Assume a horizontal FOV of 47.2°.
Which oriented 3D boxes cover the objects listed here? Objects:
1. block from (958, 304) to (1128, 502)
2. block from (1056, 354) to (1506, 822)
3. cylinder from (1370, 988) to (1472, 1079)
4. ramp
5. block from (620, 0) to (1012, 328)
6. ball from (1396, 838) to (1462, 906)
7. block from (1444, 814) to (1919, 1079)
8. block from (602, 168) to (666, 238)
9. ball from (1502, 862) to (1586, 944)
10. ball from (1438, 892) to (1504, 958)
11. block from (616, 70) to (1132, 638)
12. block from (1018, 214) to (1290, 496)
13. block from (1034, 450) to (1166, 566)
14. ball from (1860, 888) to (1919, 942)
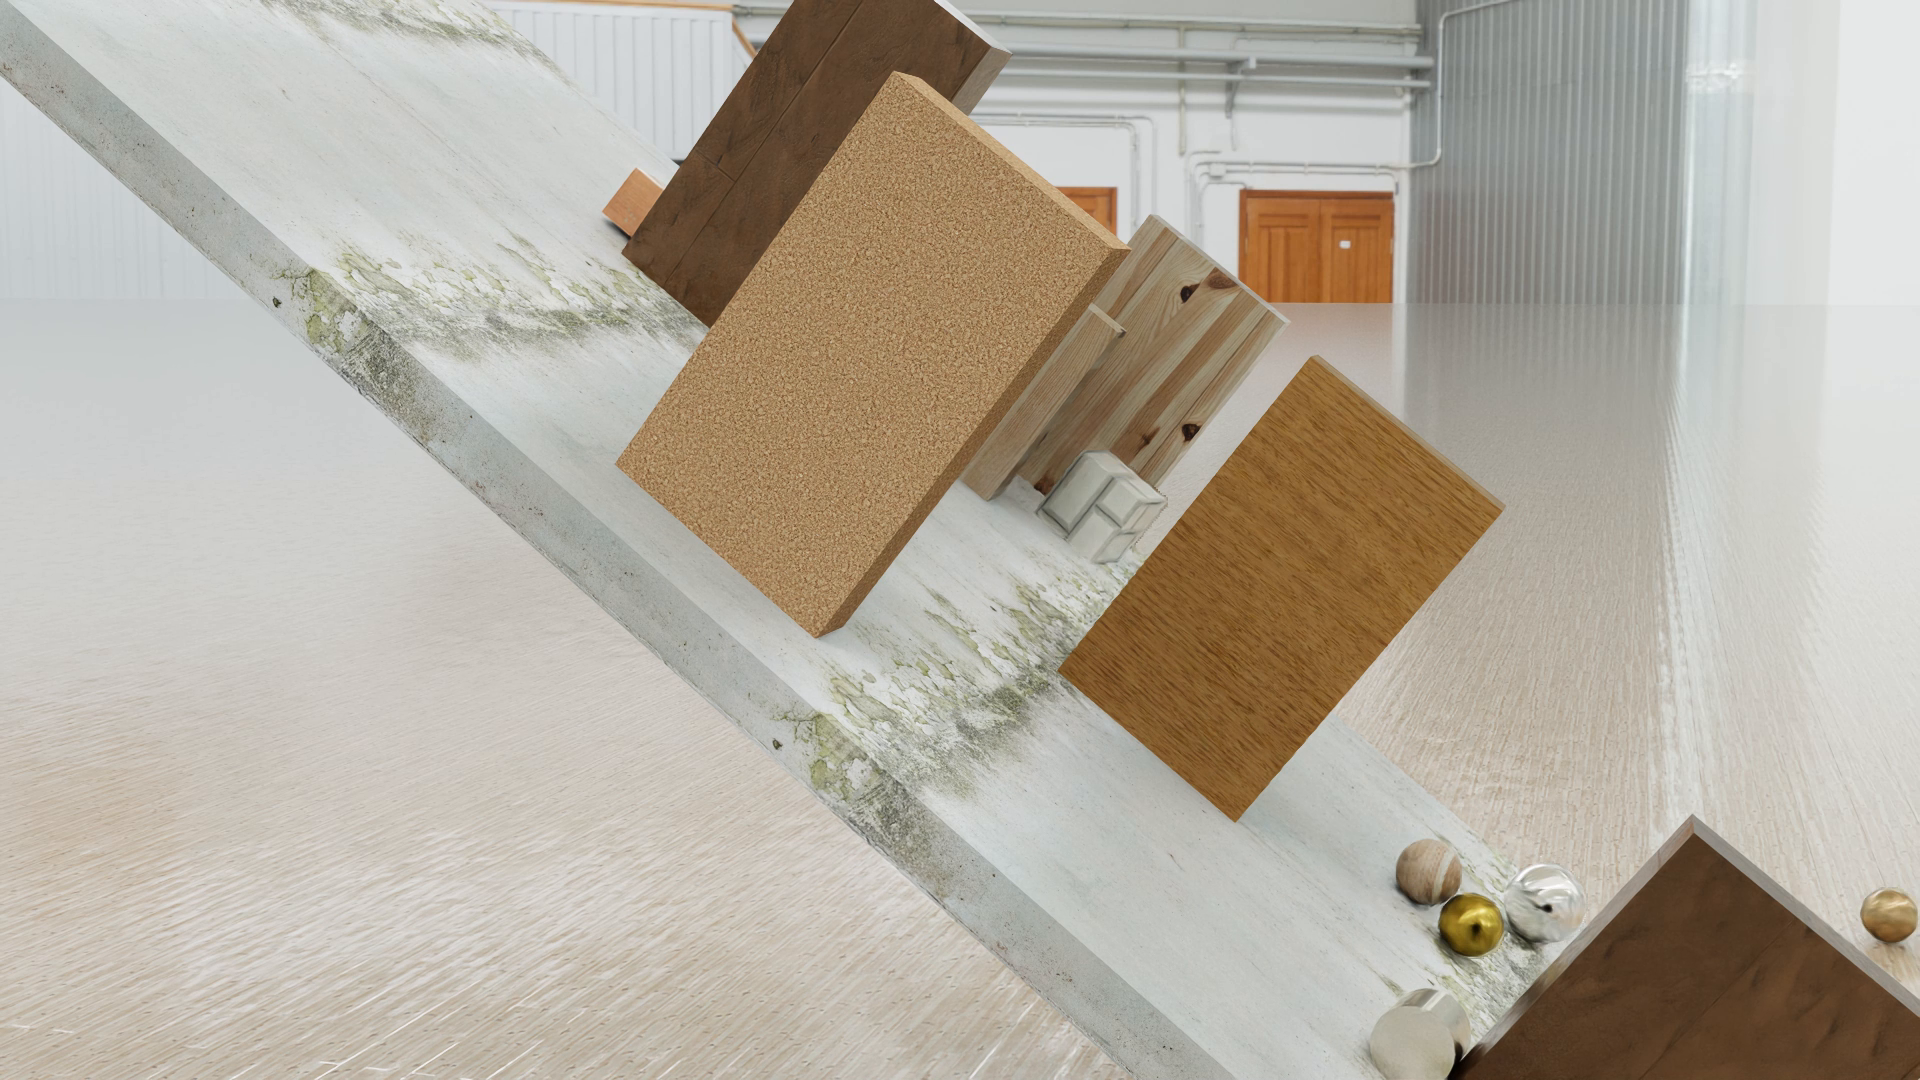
[{"bbox_3d":[0.098,-0.335,4.497,0.264,0.441,0.086,40,16,9],"label":"block"},{"bbox_3d":[0.547,0.087,3.803,0.408,0.710,0.092,40,16,9],"label":"block"},{"bbox_3d":[0.699,0.756,3.333,0.127,0.127,0.127,3,2,24],"label":"cylinder"},{"bbox_3d":[-0.029,0.083,4.053,4.000,0.100,2.000,40,16,9],"label":"ramp"},{"bbox_3d":[-0.281,-0.740,4.230,0.364,0.759,0.146,40,16,9],"label":"block"},{"bbox_3d":[0.874,0.619,4.097,0.123,0.123,0.123,0,7,0],"label":"ball"},{"bbox_3d":[1.042,0.770,3.192,0.443,0.588,0.117,40,16,9],"label":"block"},{"bbox_3d":[-0.625,-0.661,4.423,0.113,0.113,0.113,41,8,10],"label":"block"},{"bbox_3d":[1.160,0.721,4.363,0.160,0.160,0.160,0,7,0],"label":"ball"},{"bbox_3d":[0.931,0.701,4.006,0.116,0.116,0.116,0,7,0],"label":"ball"},{"bbox_3d":[-0.138,-0.269,3.276,0.412,0.732,0.122,40,16,9],"label":"block"},{"bbox_3d":[0.374,-0.345,4.788,0.372,0.623,0.089,40,16,9],"label":"block"},{"bbox_3d":[0.300,-0.071,4.690,0.172,0.172,0.172,42,17,16],"label":"block"},{"bbox_3d":[2.579,1.042,6.102,0.150,0.150,0.150,0,7,0],"label":"ball"}]
